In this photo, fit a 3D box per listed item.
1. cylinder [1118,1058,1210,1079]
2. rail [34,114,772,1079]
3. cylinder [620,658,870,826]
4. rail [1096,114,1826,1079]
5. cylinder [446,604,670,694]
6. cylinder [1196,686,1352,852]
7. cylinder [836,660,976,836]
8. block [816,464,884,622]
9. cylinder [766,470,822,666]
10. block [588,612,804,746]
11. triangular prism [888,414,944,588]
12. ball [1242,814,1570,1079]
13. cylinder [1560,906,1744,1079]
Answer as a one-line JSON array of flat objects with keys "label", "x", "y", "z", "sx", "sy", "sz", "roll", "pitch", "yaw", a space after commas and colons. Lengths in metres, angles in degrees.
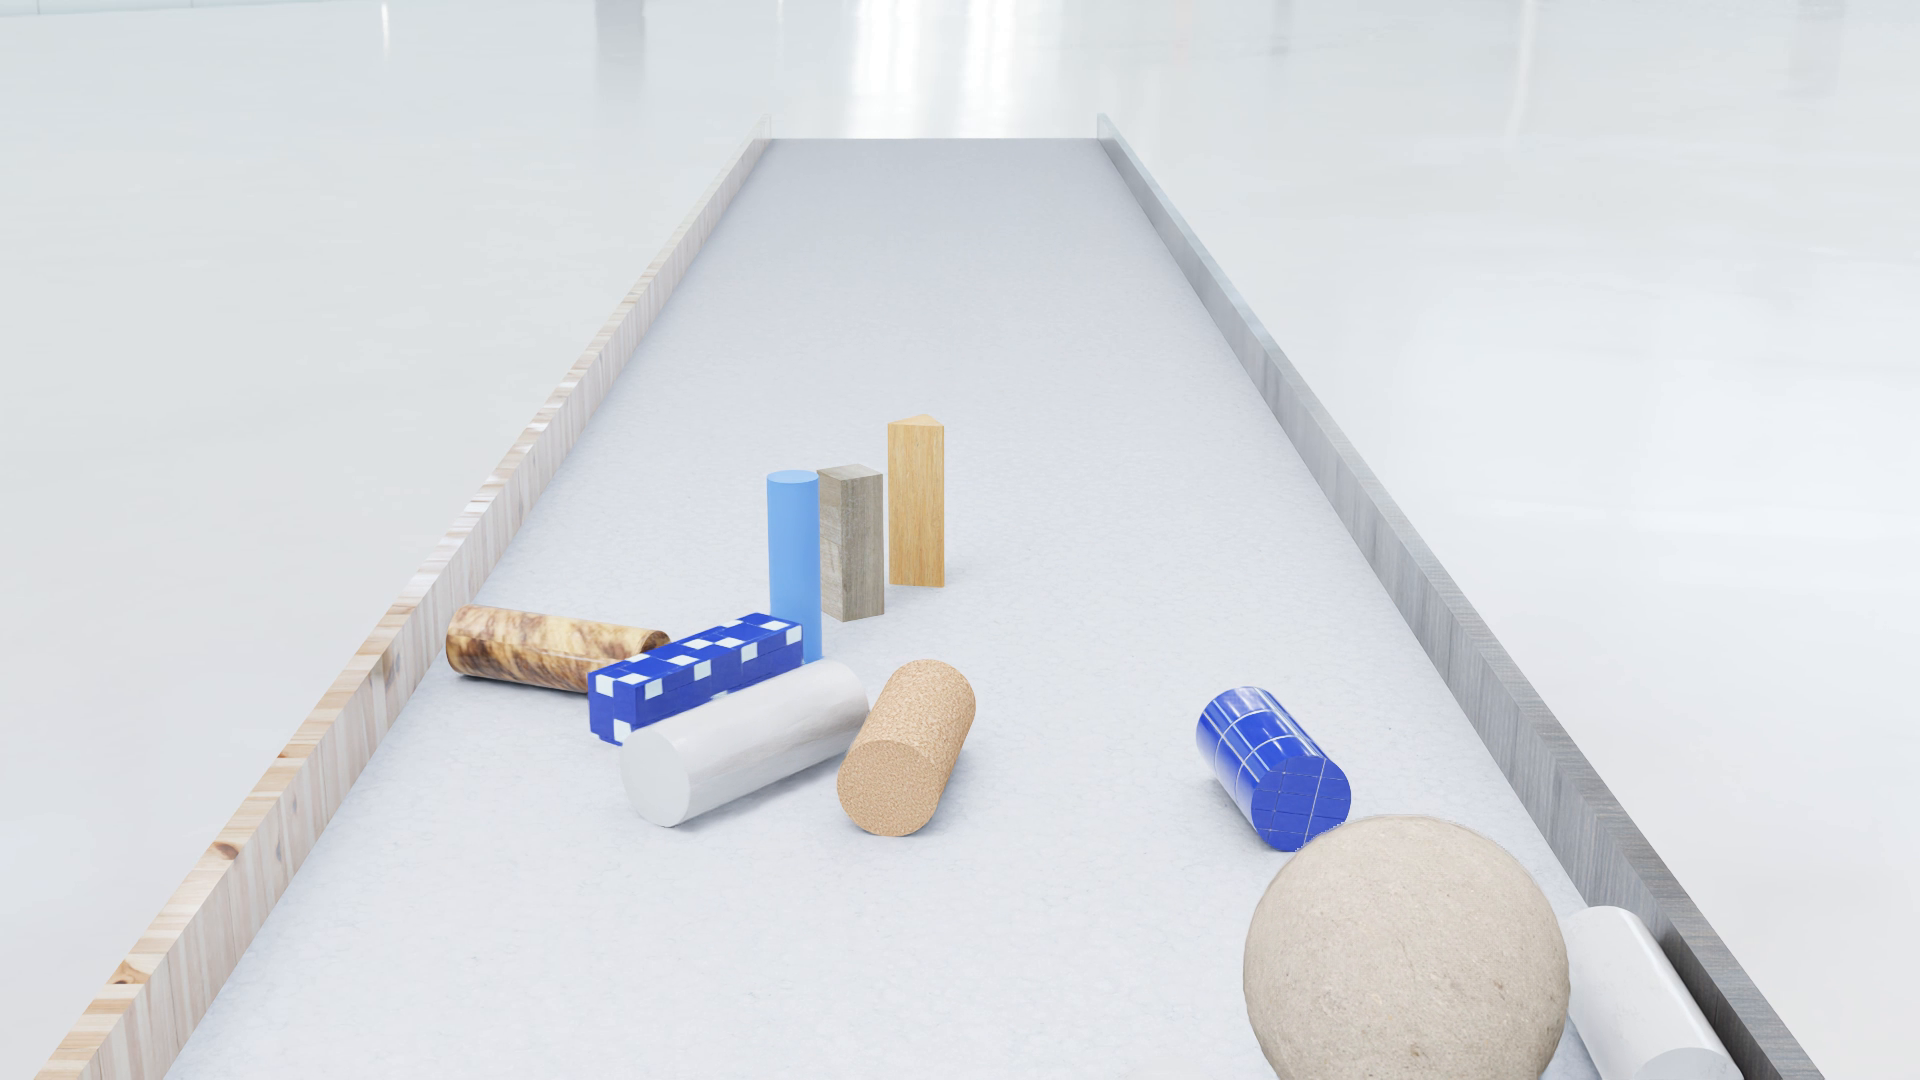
[{"label": "cylinder", "x": 0.130, "y": 0.730, "z": 2.457, "sx": 0.373, "sy": 0.180, "sz": 0.180, "roll": -15, "pitch": 22, "yaw": -41}, {"label": "rail", "x": -1.118, "y": -0.838, "z": 7.780, "sx": 0.050, "sy": 0.150, "sz": 12.000, "roll": 0, "pitch": 17, "yaw": -1}, {"label": "cylinder", "x": -0.364, "y": 0.342, "z": 3.781, "sx": 0.168, "sy": 0.168, "sz": 0.441, "roll": 13, "pitch": 21, "yaw": 37}, {"label": "rail", "x": 0.932, "y": -0.844, "z": 7.801, "sx": 0.050, "sy": 0.150, "sz": 12.000, "roll": 0, "pitch": 17, "yaw": -1}, {"label": "cylinder", "x": -0.775, "y": 0.217, "z": 4.251, "sx": 0.425, "sy": 0.139, "sz": 0.139, "roll": 7, "pitch": 18, "yaw": 22}, {"label": "cylinder", "x": 0.518, "y": 0.377, "z": 3.665, "sx": 0.168, "sy": 0.168, "sz": 0.318, "roll": -3, "pitch": 17, "yaw": -10}, {"label": "cylinder", "x": -0.086, "y": 0.349, "z": 3.757, "sx": 0.170, "sy": 0.170, "sz": 0.392, "roll": 3, "pitch": 17, "yaw": 9}, {"label": "block", "x": -0.232, "y": 0.005, "z": 4.664, "sx": 0.103, "sy": 0.310, "sz": 0.103, "roll": -10, "pitch": 19, "yaw": -31}, {"label": "cylinder", "x": -0.329, "y": 0.056, "z": 4.375, "sx": 0.103, "sy": 0.378, "sz": 0.103, "roll": 0, "pitch": 17, "yaw": 0}, {"label": "block", "x": -0.489, "y": 0.261, "z": 4.133, "sx": 0.123, "sy": 0.123, "sz": 0.447, "roll": 13, "pitch": 21, "yaw": 36}, {"label": "triangular prism", "x": -0.087, "y": -0.090, "z": 4.885, "sx": 0.124, "sy": 0.367, "sz": 0.107, "roll": 3, "pitch": 17, "yaw": 11}, {"label": "ball", "x": 0.548, "y": 0.539, "z": 2.717, "sx": 0.397, "sy": 0.397, "sz": 0.397, "roll": 0, "pitch": 17, "yaw": 0}, {"label": "cylinder", "x": 0.882, "y": 0.628, "z": 2.851, "sx": 0.151, "sy": 0.151, "sz": 0.382, "roll": 0, "pitch": 17, "yaw": 1}]
